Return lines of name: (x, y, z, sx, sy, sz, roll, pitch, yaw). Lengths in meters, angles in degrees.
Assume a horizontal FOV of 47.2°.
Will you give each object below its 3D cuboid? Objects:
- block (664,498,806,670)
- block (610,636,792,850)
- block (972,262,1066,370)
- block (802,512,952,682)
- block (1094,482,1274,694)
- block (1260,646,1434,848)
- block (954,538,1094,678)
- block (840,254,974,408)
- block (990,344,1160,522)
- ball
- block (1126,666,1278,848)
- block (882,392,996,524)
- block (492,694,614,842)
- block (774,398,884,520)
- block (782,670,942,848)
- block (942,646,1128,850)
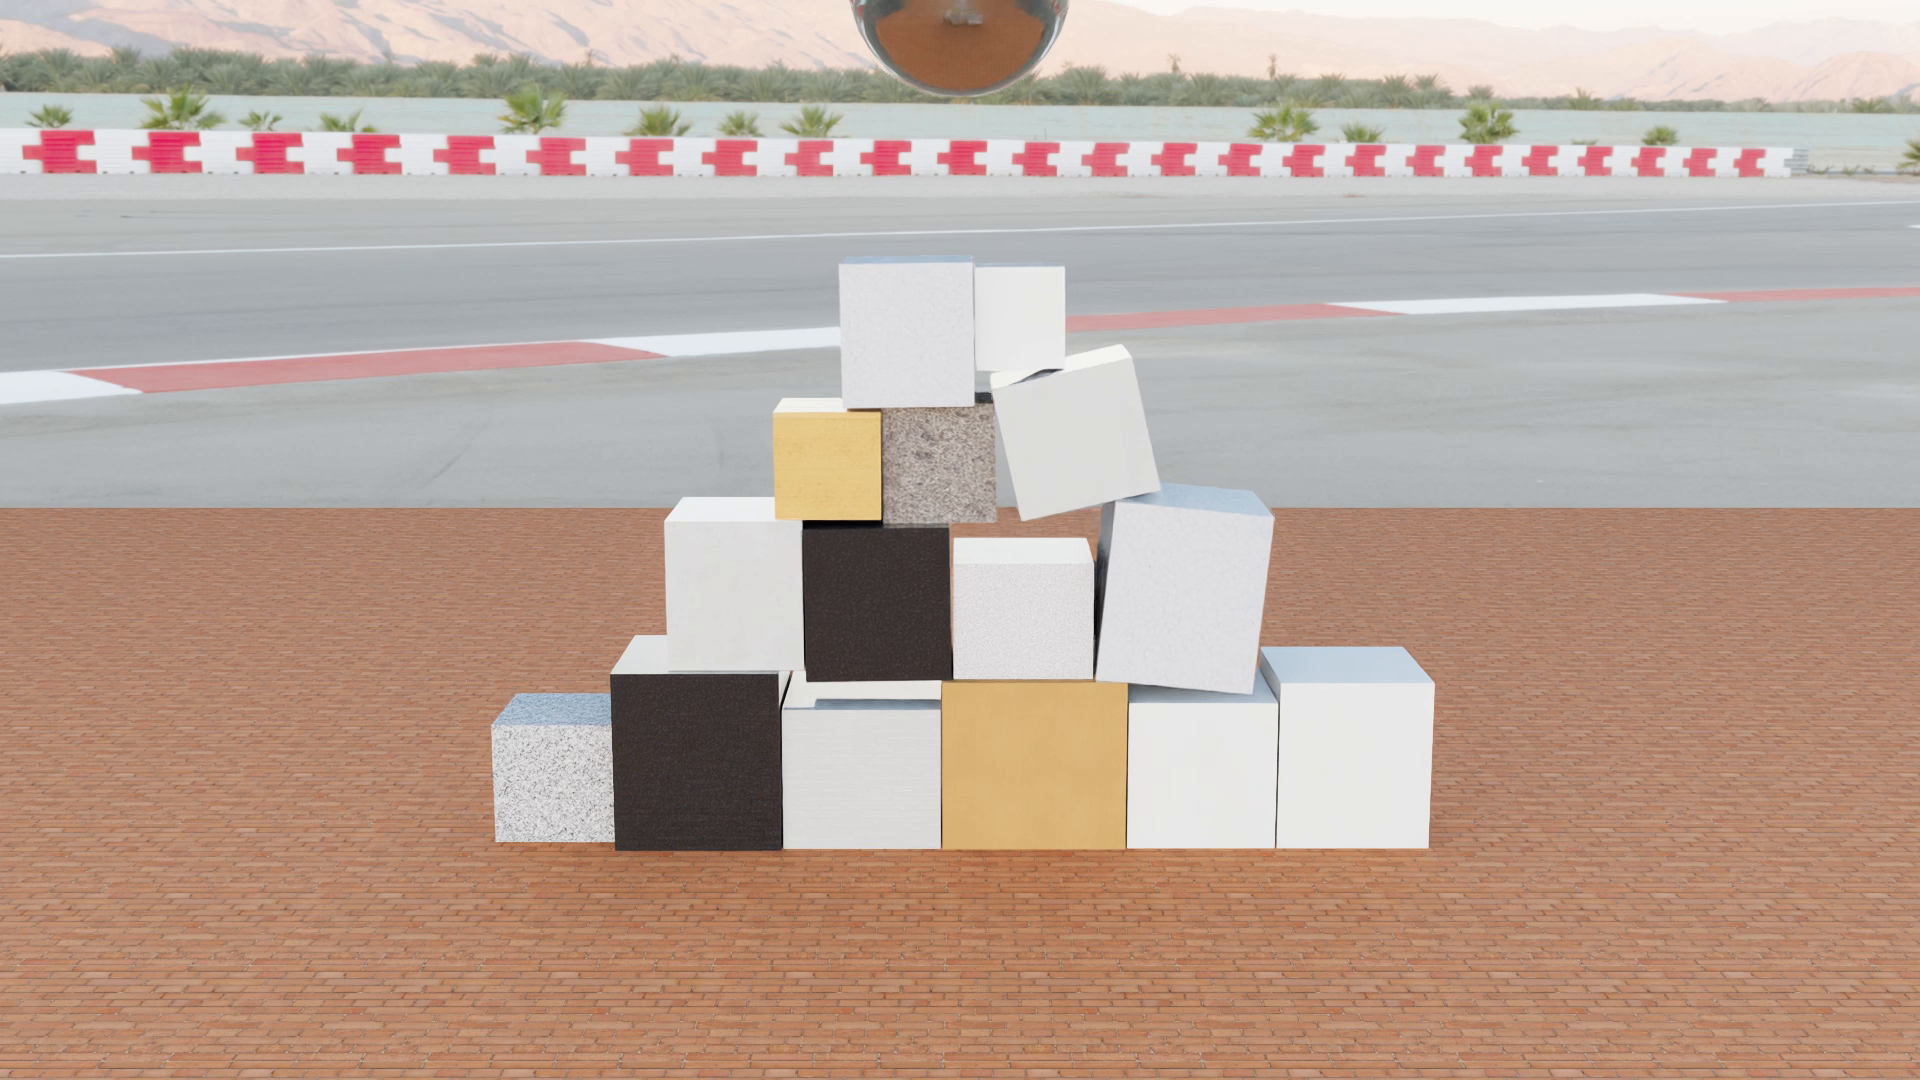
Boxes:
block: (-1.113, 0.211, 11.220, 0.676, 0.750, 0.746, 0, 10, 0)
block: (-1.311, 1.031, 11.350, 0.832, 0.910, 0.861, 0, 10, 0)
block: (0.289, -1.124, 10.981, 0.450, 0.501, 0.449, -1, 10, 0)
block: (-0.409, 0.260, 11.211, 0.722, 0.771, 0.716, -1, 10, 0)
block: (1.104, 0.217, 11.212, 0.778, 0.895, 0.810, 6, 10, -1)
block: (1.972, 1.058, 11.364, 0.761, 0.853, 0.798, 0, 10, 0)
block: (0.315, 0.341, 11.258, 0.695, 0.586, 0.711, 0, 10, 0)
block: (-0.256, -1.052, 10.994, 0.642, 0.697, 0.697, -1, 10, 0)
block: (0.569, -0.551, 11.067, 0.698, 0.668, 0.693, -13, 10, 2)
ball: (0.000, -3.963, 15.648, 1.600, 1.600, 1.600, 0, 10, 0)
block: (1.210, 1.109, 11.374, 0.741, 0.749, 0.795, 0, 10, 0)
block: (-0.103, -0.422, 11.119, 0.560, 0.593, 0.513, -1, 10, 0)
block: (-2.044, 1.172, 11.408, 0.616, 0.612, 0.651, 0, 10, 0)
block: (-0.650, -0.416, 11.086, 0.525, 0.532, 0.616, 0, 10, 0)
block: (-0.491, 1.123, 11.381, 0.787, 0.718, 0.825, 0, 10, 0)
block: (0.371, 1.056, 11.360, 0.917, 0.858, 0.821, 0, 10, 0)
